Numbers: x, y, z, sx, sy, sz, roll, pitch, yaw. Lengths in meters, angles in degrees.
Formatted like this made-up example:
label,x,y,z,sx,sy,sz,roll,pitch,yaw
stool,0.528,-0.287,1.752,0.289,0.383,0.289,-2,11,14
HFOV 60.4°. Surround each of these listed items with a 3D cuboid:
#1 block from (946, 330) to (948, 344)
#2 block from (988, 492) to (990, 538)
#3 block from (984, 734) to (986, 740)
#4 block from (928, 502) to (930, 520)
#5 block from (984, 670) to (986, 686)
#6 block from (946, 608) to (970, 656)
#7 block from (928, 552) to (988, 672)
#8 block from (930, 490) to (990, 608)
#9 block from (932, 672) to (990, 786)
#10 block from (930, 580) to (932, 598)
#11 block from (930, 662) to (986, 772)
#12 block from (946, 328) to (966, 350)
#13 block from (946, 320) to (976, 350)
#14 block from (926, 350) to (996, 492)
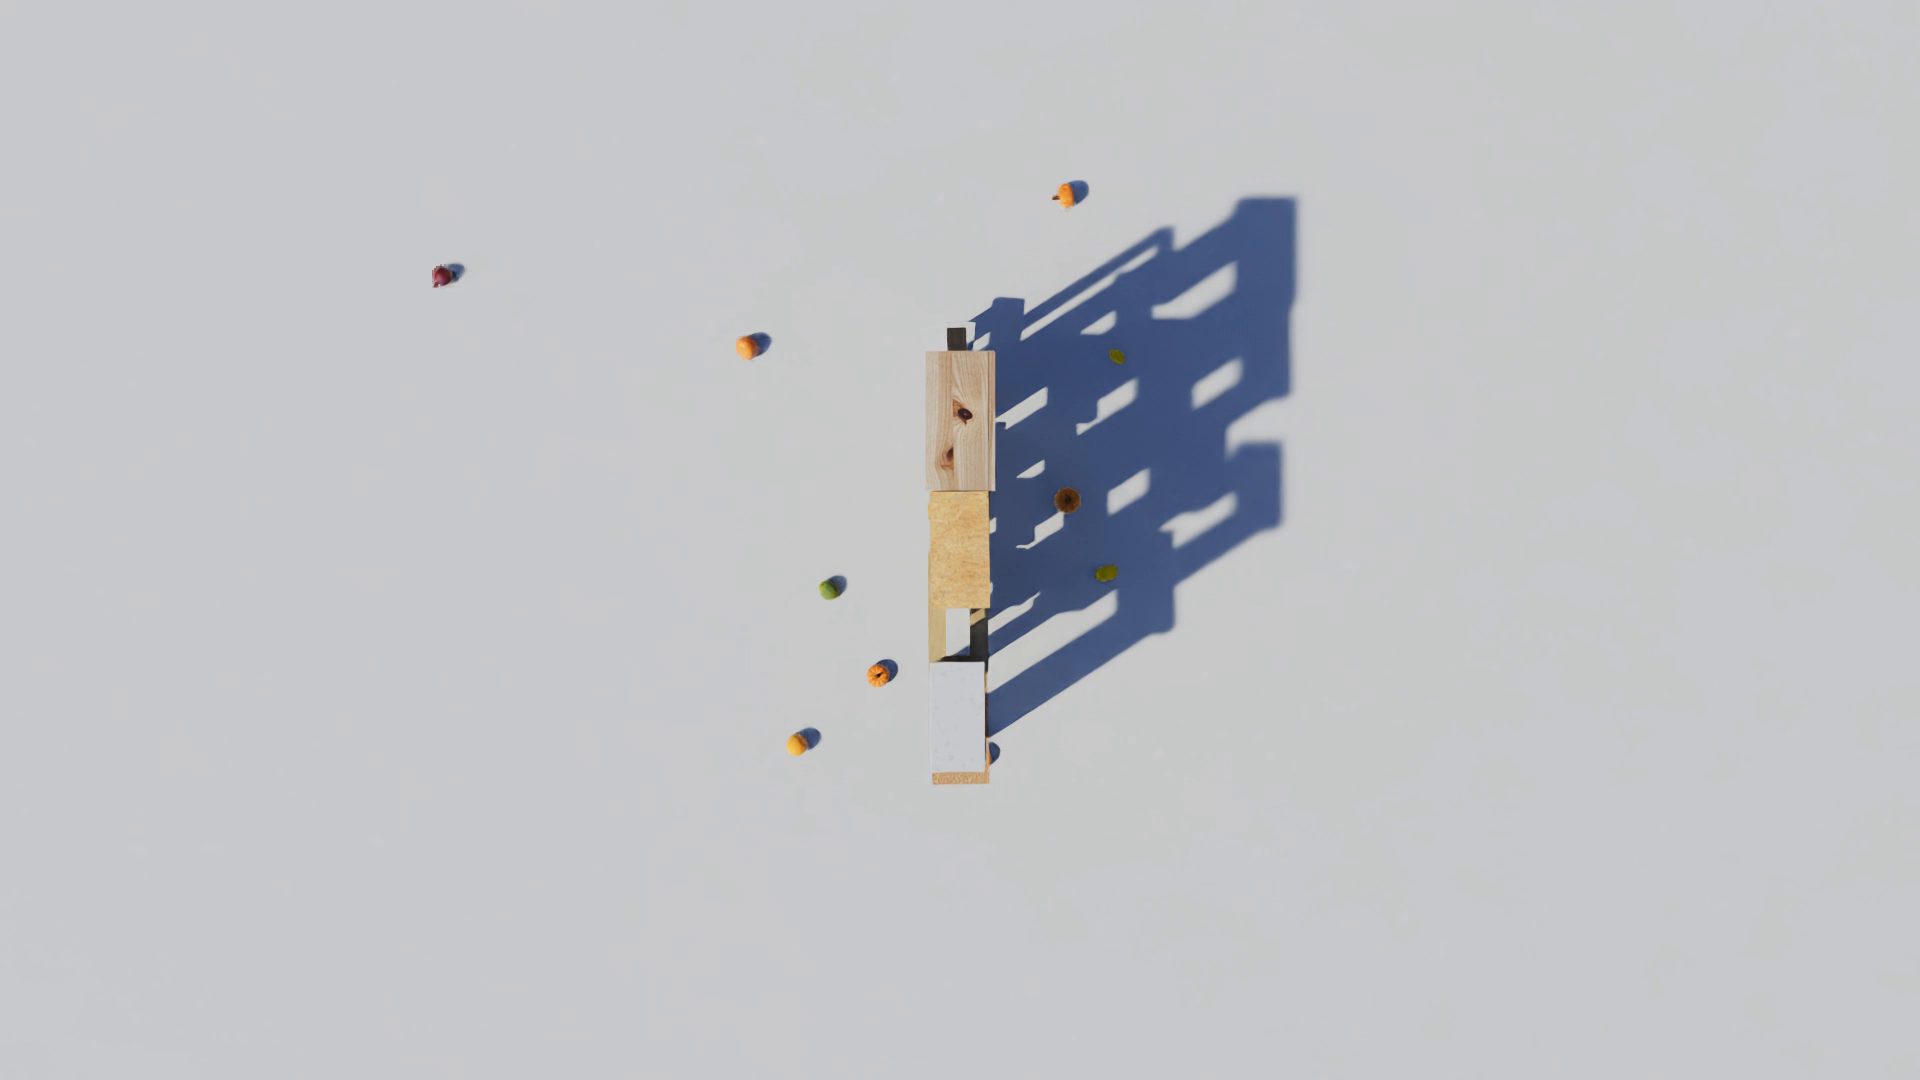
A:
label,x,y,z,sx,sy,sz,roll,pitch,yaw
block,-0.010,-0.584,4.984,0.054,0.628,0.015,4,90,0
block,0.002,-0.135,4.675,0.164,0.046,0.328,0,90,0
block,-0.003,0.551,4.518,0.142,0.420,0.040,1,90,0
block,-0.008,-0.077,4.471,0.151,0.362,0.043,-2,90,0
block,-0.005,0.364,4.450,0.142,0.283,0.040,-1,90,0
block,-0.005,0.248,4.455,0.064,0.018,0.128,-1,90,0
block,-0.005,0.200,4.615,0.167,0.047,0.334,0,90,0
block,0.000,0.026,4.269,0.151,0.043,0.302,-1,90,0
block,-0.001,0.537,4.751,0.164,0.047,0.329,-1,90,0
block,-0.001,0.127,4.441,0.151,0.302,0.043,0,90,0
block,-0.007,0.459,4.288,0.142,0.040,0.284,0,90,0
block,-0.008,-0.546,4.662,0.054,0.015,0.109,-2,90,0
block,-0.002,-0.614,5.310,0.089,0.025,0.177,6,90,0
block,0.001,-0.307,4.268,0.180,0.051,0.359,0,90,0
